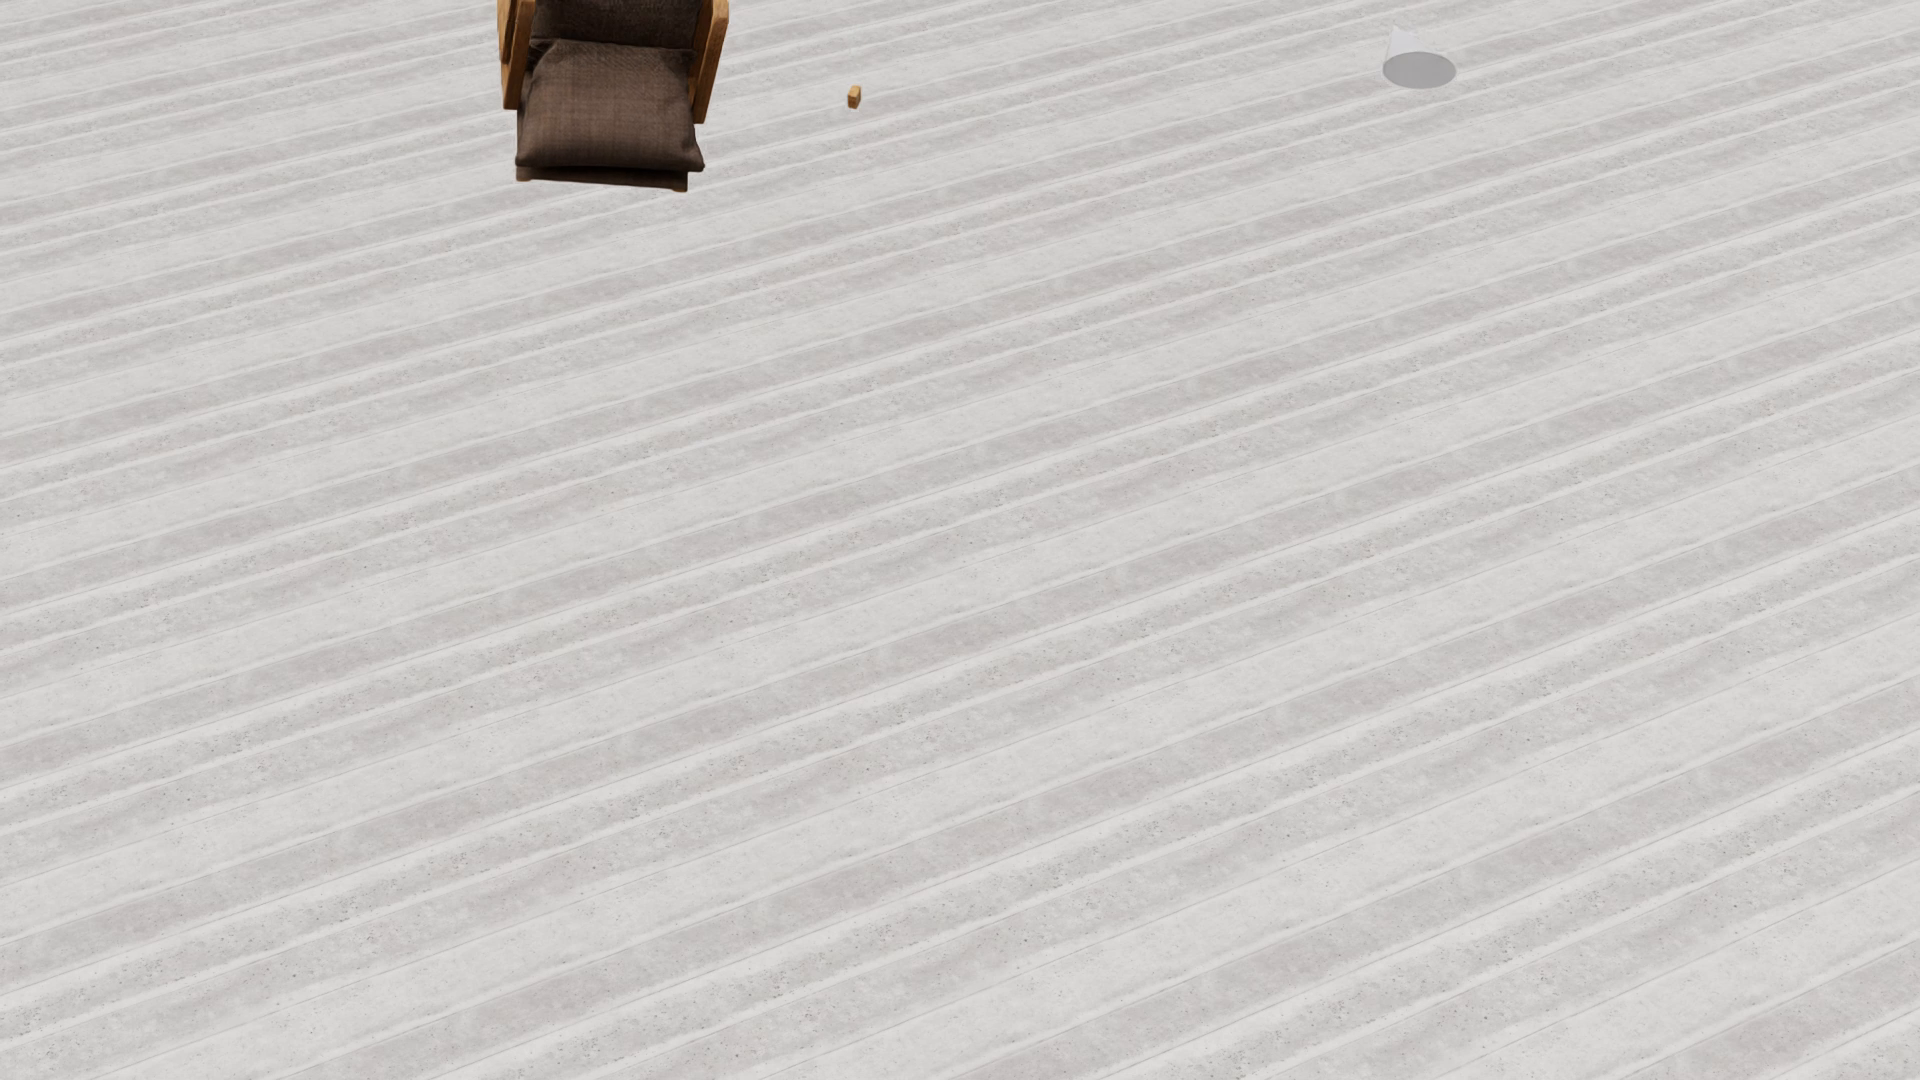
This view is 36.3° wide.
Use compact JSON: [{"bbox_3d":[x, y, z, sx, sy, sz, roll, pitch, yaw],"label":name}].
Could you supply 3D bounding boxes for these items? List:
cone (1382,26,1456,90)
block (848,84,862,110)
[{"bbox_3d":[1.557,-1.719,10.228,0.268,0.143,0.346,3,36,-12],"label":"cone"},{"bbox_3d":[-0.335,-1.407,9.316,0.029,0.064,0.045,17,62,9],"label":"block"}]
